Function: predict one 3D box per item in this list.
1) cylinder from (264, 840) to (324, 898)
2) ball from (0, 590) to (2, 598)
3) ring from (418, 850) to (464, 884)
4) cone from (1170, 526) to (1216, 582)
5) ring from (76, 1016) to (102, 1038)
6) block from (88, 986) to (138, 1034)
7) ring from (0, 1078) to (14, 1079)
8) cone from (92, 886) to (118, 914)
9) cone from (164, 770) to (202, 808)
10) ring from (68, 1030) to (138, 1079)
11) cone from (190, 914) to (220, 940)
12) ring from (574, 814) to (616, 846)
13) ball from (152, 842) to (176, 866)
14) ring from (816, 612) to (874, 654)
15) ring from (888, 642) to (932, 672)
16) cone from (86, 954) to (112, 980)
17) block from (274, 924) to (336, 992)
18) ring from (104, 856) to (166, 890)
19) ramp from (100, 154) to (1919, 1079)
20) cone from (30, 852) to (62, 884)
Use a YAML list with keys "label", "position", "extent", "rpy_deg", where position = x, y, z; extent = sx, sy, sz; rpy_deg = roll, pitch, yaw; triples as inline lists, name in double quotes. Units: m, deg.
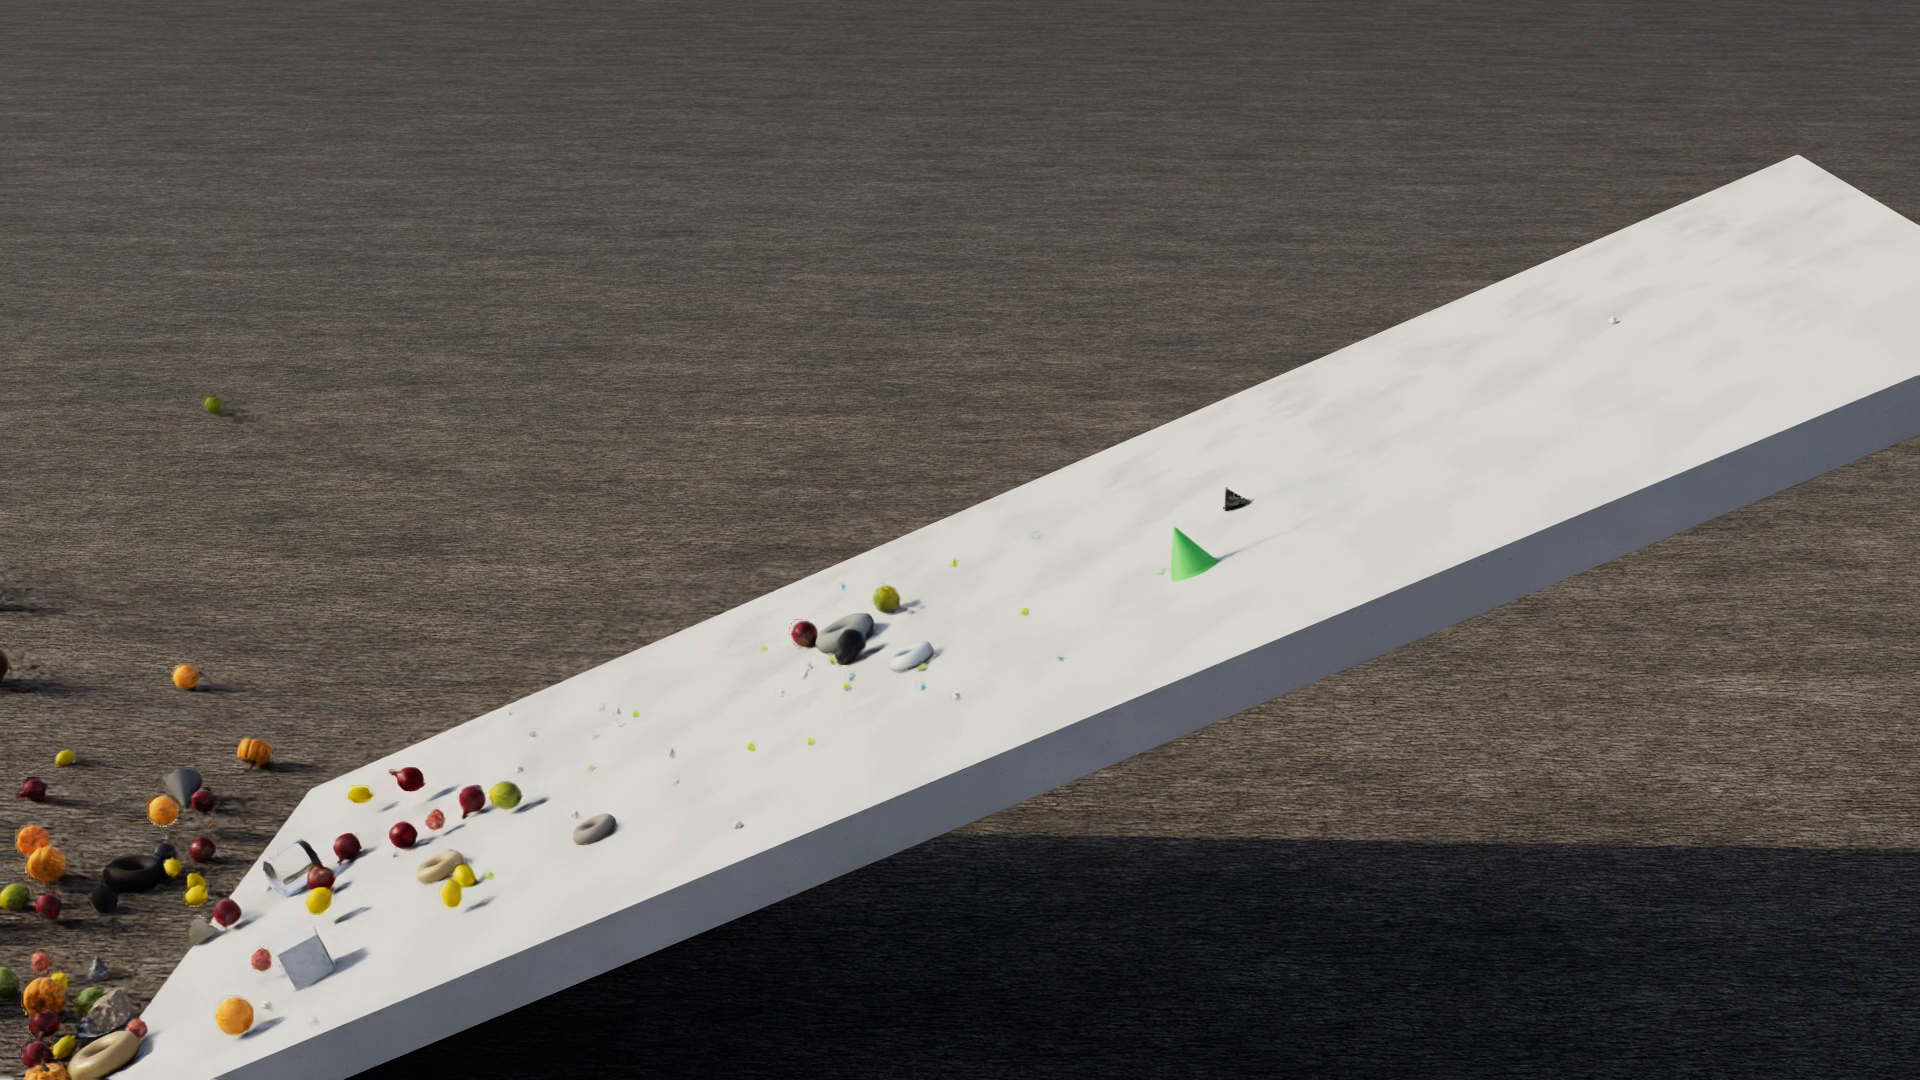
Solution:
- label: "cylinder"
  position: [-1.497, 0.738, 6.605]
  extent: [0.095, 0.095, 0.095]
  rpy_deg: [-33, 31, -30]
- label: "ball"
  position: [-3.111, 0.173, 9.407]
  extent: [0.089, 0.089, 0.089]
  rpy_deg: [0, 15, 0]
- label: "ring"
  position: [-1.094, 0.688, 6.193]
  extent: [0.104, 0.035, 0.104]
  rpy_deg: [-23, 14, 6]
- label: "cone"
  position: [0.446, 0.016, 5.865]
  extent: [0.099, 0.099, 0.099]
  rpy_deg: [-24, 13, 6]
- label: "ring"
  position: [-1.853, 1.039, 6.319]
  extent: [0.095, 0.032, 0.095]
  rpy_deg: [-11, 13, 3]
- label: "block"
  position: [-1.802, 1.001, 6.252]
  extent: [0.061, 0.061, 0.061]
  rpy_deg: [-31, 12, 16]
- label: "ring"
  position: [-1.960, 1.128, 6.020]
  extent: [0.087, 0.029, 0.087]
  rpy_deg: [2, 15, -1]
- label: "cone"
  position: [-2.048, 0.862, 6.997]
  extent: [0.065, 0.065, 0.065]
  rpy_deg: [-15, -5, -44]
- label: "cone"
  position: [-2.028, 0.668, 7.688]
  extent: [0.095, 0.095, 0.095]
  rpy_deg: [-4, 42, -15]
- label: "ring"
  position: [-1.724, 1.041, 5.924]
  extent: [0.149, 0.050, 0.149]
  rpy_deg: [-23, 14, 6]
- label: "cone"
  position: [-1.668, 0.869, 6.531]
  extent: [0.061, 0.061, 0.061]
  rpy_deg: [16, 19, 15]
- label: "ring"
  position: [-0.740, 0.586, 5.951]
  extent: [0.093, 0.031, 0.093]
  rpy_deg: [-24, 14, 6]
- label: "ball"
  position: [-1.956, 0.772, 7.235]
  extent: [0.057, 0.057, 0.057]
  rpy_deg: [0, 15, 0]
- label: "ring"
  position: [-0.255, 0.207, 6.529]
  extent: [0.140, 0.047, 0.140]
  rpy_deg: [-25, 12, 6]
- label: "ring"
  position: [-0.103, 0.243, 6.131]
  extent: [0.100, 0.033, 0.100]
  rpy_deg: [-25, 12, 6]
- label: "cone"
  position: [-1.938, 0.954, 6.612]
  extent: [0.054, 0.054, 0.054]
  rpy_deg: [0, 15, 0]
- label: "block"
  position: [-1.311, 0.837, 5.887]
  extent: [0.085, 0.085, 0.085]
  rpy_deg: [-28, 13, -12]
- label: "ring"
  position: [-2.007, 0.810, 7.155]
  extent: [0.148, 0.049, 0.148]
  rpy_deg: [1, 16, 0]
- label: "ramp"
  position: [0.133, 0.170, 6.284]
  extent: [4.000, 0.100, 2.000]
  rpy_deg: [-23, 13, 8]
- label: "cone"
  position: [-2.226, 0.814, 7.160]
  extent: [0.075, 0.075, 0.075]
  rpy_deg: [-4, 40, -14]
